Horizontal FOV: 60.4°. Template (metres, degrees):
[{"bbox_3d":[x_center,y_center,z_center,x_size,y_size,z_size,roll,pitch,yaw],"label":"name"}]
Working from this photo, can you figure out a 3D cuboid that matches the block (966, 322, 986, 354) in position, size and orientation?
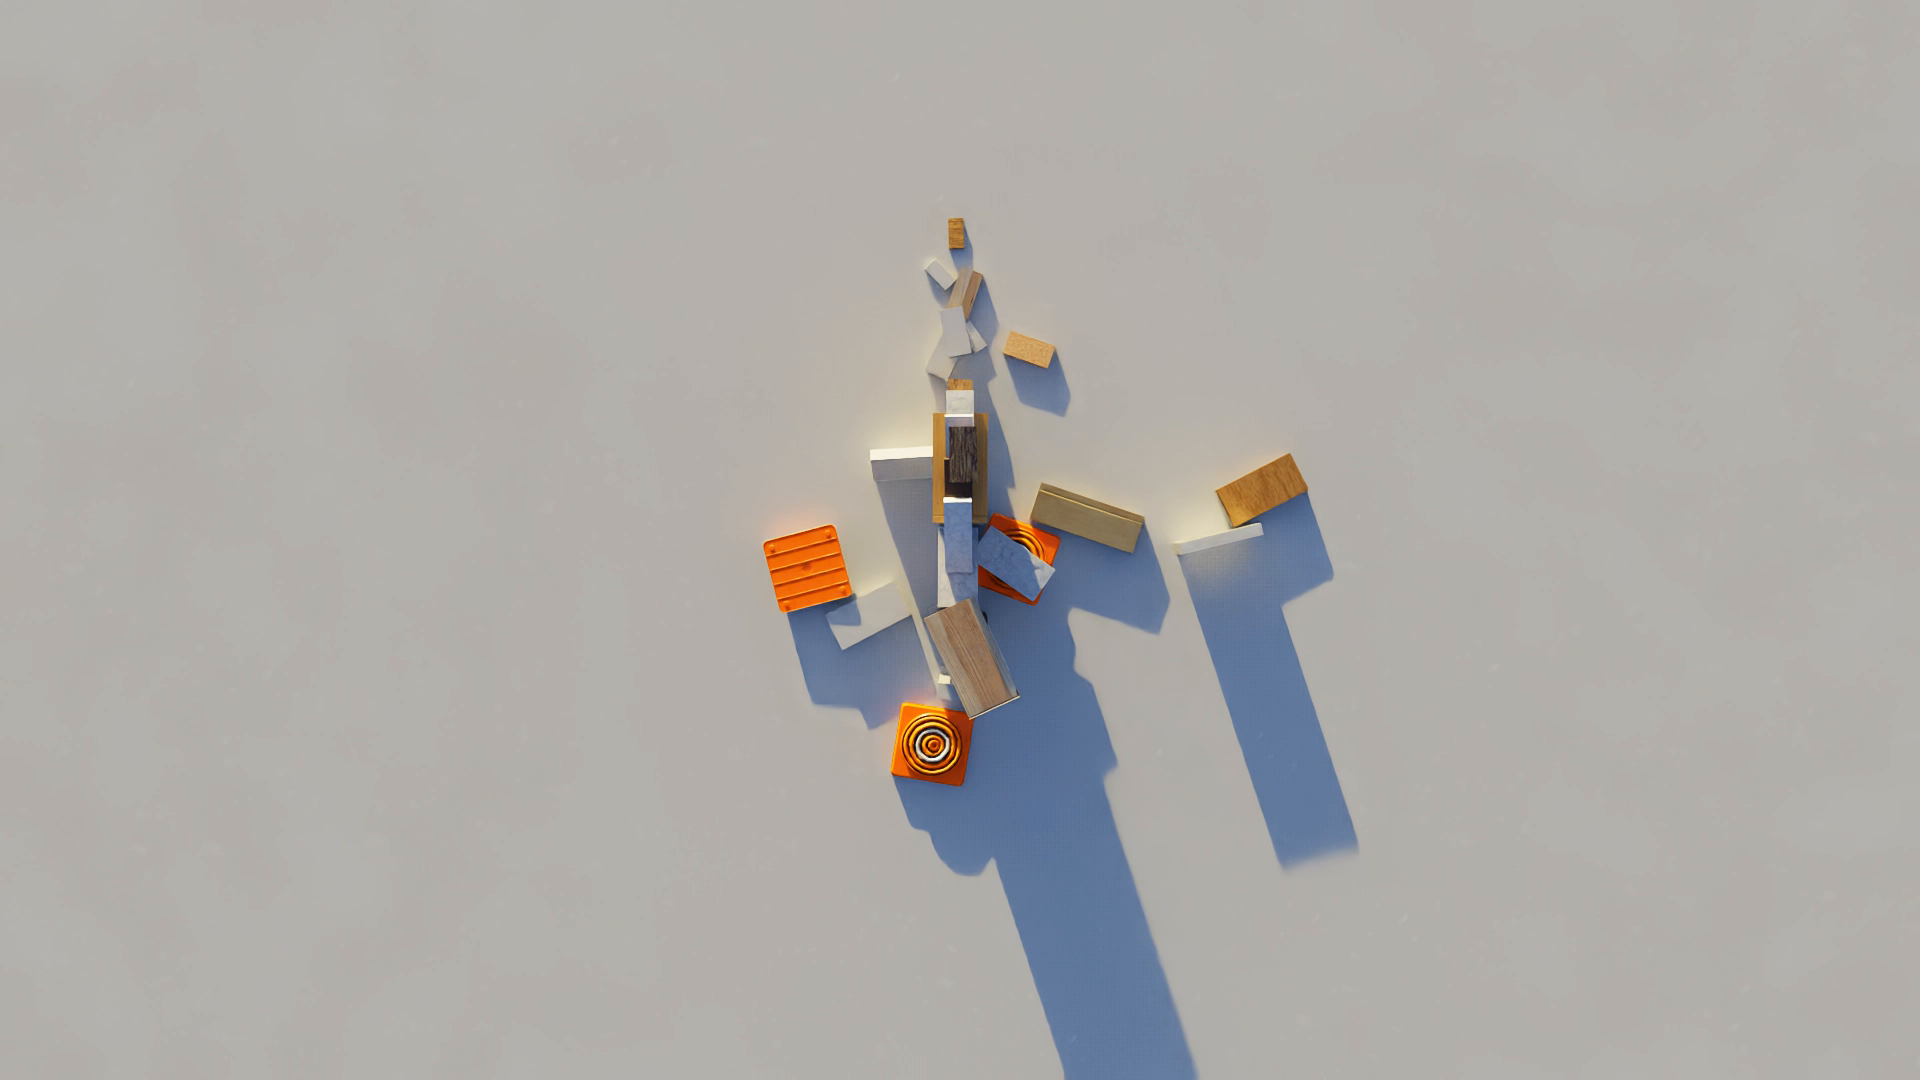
[{"bbox_3d":[0.041,-0.674,5.493,0.050,0.014,0.100,-35,90,0],"label":"block"}]

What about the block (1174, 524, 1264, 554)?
[{"bbox_3d":[0.851,-0.004,5.432,0.273,0.136,0.039,-14,90,0],"label":"block"}]

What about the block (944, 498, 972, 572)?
[{"bbox_3d":[-0.005,-0.014,5.121,0.085,0.024,0.271,-1,126,0],"label":"block"}]

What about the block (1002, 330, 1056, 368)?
[{"bbox_3d":[0.230,-0.633,5.489,0.157,0.022,0.078,19,90,0],"label":"block"}]

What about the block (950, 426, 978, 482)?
[{"bbox_3d":[0.010,-0.262,5.038,0.085,0.024,0.170,0,96,0],"label":"block"}]

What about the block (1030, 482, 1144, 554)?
[{"bbox_3d":[0.421,-0.073,5.482,0.360,0.036,0.129,19,90,0],"label":"block"}]

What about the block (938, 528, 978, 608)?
[{"bbox_3d":[-0.006,0.086,5.229,0.126,0.036,0.253,0,90,0],"label":"block"}]

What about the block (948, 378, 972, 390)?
[{"bbox_3d":[-0.001,-0.440,5.329,0.079,0.022,0.158,2,90,0],"label":"block"}]

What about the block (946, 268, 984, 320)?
[{"bbox_3d":[0.015,-0.822,5.489,0.078,0.022,0.157,20,90,0],"label":"block"}]

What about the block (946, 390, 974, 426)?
[{"bbox_3d":[0.001,-0.377,5.099,0.085,0.024,0.169,0,90,0],"label":"block"}]

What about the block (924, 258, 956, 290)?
[{"bbox_3d":[-0.065,-0.884,5.493,0.050,0.014,0.100,-44,90,0],"label":"block"}]

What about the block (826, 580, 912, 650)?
[{"bbox_3d":[-0.305,0.249,5.482,0.257,0.036,0.129,-27,90,0],"label":"block"}]

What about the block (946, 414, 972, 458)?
[{"bbox_3d":[-0.002,-0.301,5.070,0.085,0.024,0.169,-1,110,0],"label":"block"}]

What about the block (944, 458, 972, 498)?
[{"bbox_3d":[-0.005,-0.167,5.081,0.085,0.024,0.170,-1,102,0],"label":"block"}]

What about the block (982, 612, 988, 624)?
[{"bbox_3d":[0.001,0.268,5.329,0.171,0.343,0.049,-1,90,0],"label":"block"}]

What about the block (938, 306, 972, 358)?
[{"bbox_3d":[-0.015,-0.688,5.452,0.078,0.022,0.157,-12,92,4],"label":"block"}]

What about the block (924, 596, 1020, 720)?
[{"bbox_3d":[0.037,0.365,5.133,0.171,0.049,0.343,-25,90,0],"label":"block"}]

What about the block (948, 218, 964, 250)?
[{"bbox_3d":[-0.013,-1.021,5.493,0.050,0.014,0.100,-2,90,0],"label":"block"}]

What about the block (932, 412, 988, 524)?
[{"bbox_3d":[0.001,-0.223,5.135,0.171,0.048,0.341,0,90,0],"label":"block"}]

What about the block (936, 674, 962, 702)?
[{"bbox_3d":[0.014,0.483,5.329,0.171,0.343,0.049,9,90,0],"label":"block"}]

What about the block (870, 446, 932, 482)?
[{"bbox_3d":[-0.154,-0.253,5.431,0.273,0.136,0.039,-4,62,0],"label":"block"}]

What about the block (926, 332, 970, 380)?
[{"bbox_3d":[-0.040,-0.625,5.480,0.085,0.024,0.169,28,94,2],"label":"block"}]

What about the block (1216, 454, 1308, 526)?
[{"bbox_3d":[1.003,-0.166,5.481,0.273,0.039,0.136,-27,90,0],"label":"block"}]

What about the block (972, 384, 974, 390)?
[{"bbox_3d":[0.002,-0.501,5.420,0.079,0.158,0.022,-11,100,0],"label":"block"}]

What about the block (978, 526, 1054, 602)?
[{"bbox_3d":[0.172,0.077,5.434,0.257,0.036,0.129,35,93,-1],"label":"block"}]
